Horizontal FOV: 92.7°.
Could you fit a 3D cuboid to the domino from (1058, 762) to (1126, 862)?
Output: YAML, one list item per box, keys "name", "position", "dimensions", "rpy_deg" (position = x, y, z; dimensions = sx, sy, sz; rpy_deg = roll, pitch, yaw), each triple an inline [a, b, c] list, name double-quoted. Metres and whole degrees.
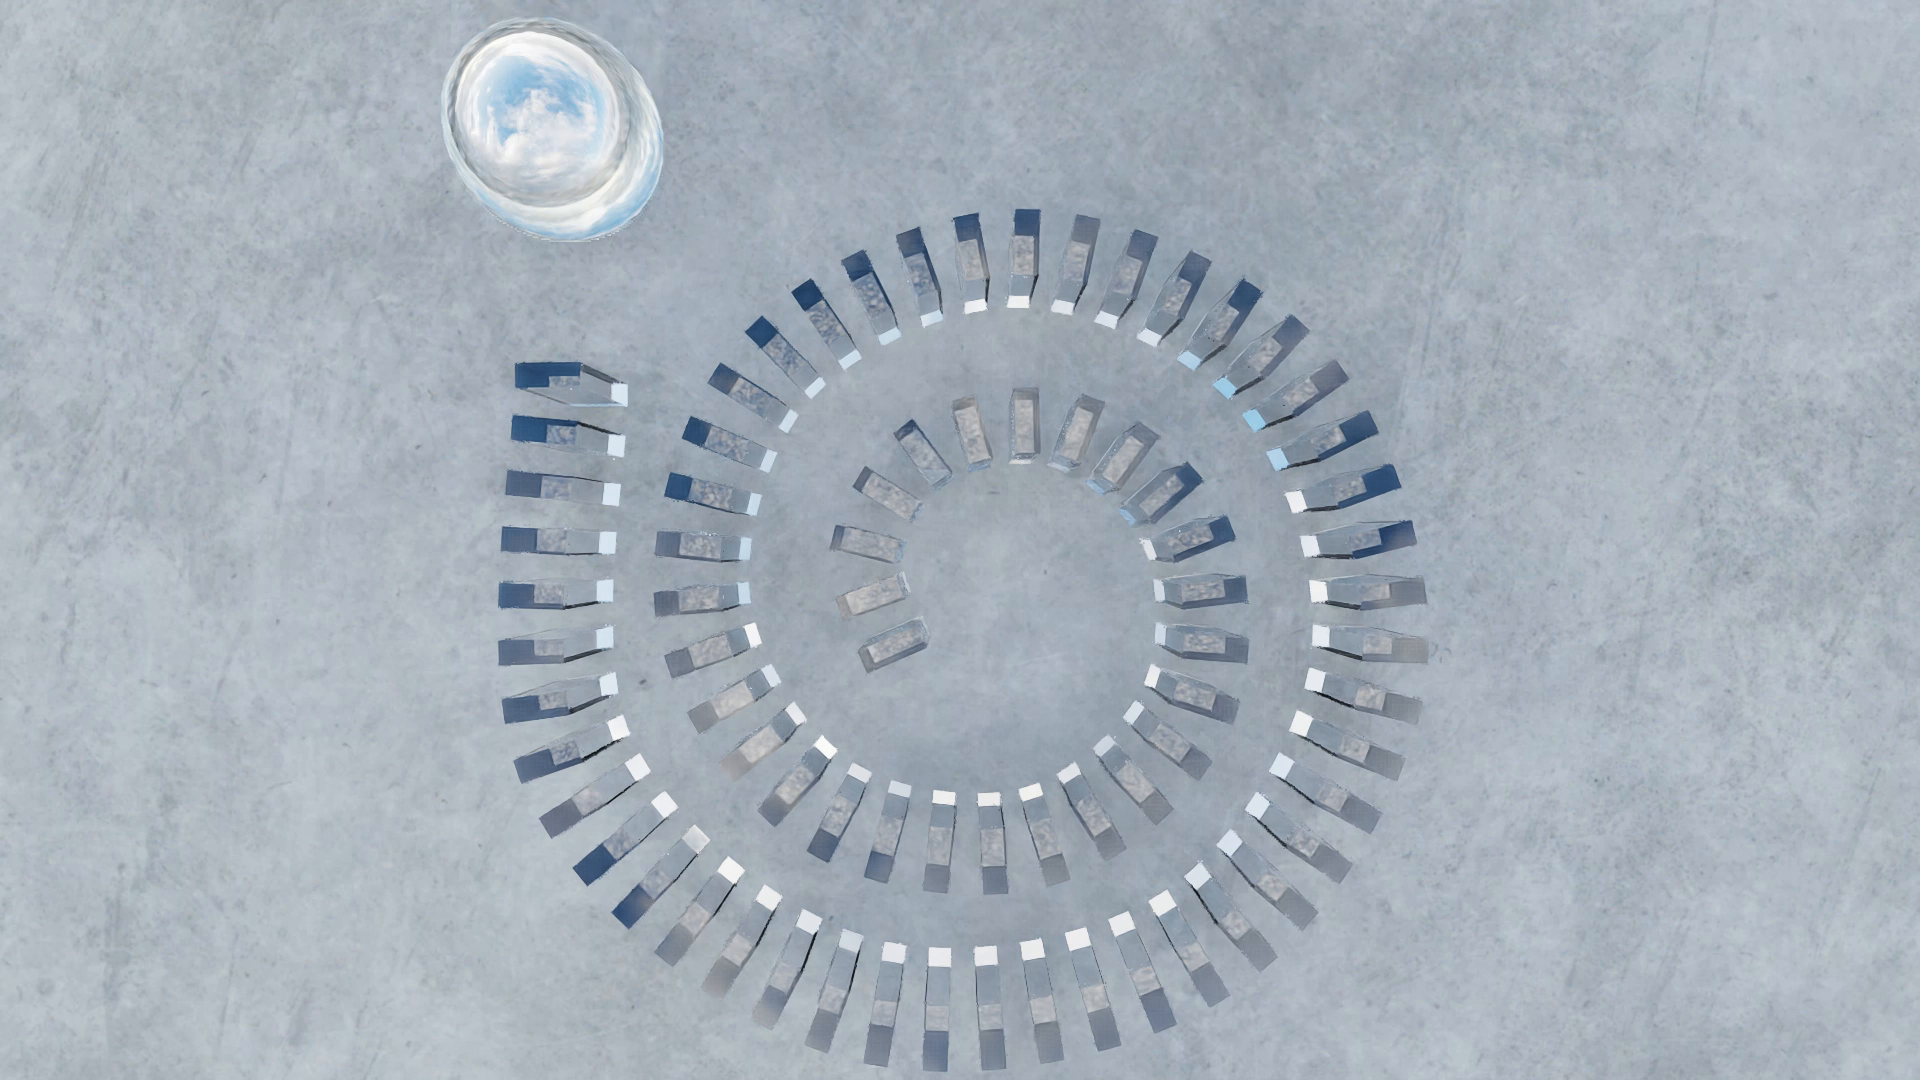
- name: "domino"
  position: [0.053, 0.110, 0.375]
  dimensions: [0.010, 0.050, 0.025]
  rpy_deg: [-33, 90, 0]

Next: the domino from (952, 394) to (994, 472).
- name: "domino"
  position: [0.005, -0.043, 0.375]
  dimensions: [0.009, 0.050, 0.025]
  rpy_deg: [-16, 90, 0]

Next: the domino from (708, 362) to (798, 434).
- name: "domino"
  position: [-0.084, -0.057, 0.375]
  dimensions: [0.025, 0.050, 0.010]
  rpy_deg: [32, 90, 0]

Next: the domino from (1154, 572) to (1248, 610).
- name: "domino"
  position: [0.097, 0.020, 0.375]
  dimensions: [0.025, 0.050, 0.010]
  rpy_deg: [-7, 90, 0]

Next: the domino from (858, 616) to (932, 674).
- name: "domino"
  position: [-0.026, 0.042, 0.375]
  dimensions: [0.025, 0.050, 0.010]
  rpy_deg: [-23, 90, 0]

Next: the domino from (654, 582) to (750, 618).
- name: "domino"
  position: [-0.104, 0.024, 0.375]
  dimensions: [0.025, 0.050, 0.009]
  rpy_deg: [-4, 90, 0]

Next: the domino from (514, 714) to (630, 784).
- name: "domino"
  position: [-0.157, 0.085, 0.375]
  dimensions: [0.025, 0.050, 0.009]
  rpy_deg: [-19, 90, 0]

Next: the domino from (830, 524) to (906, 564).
- name: "domino"
  position: [-0.037, 0.002, 0.375]
  dimensions: [0.025, 0.050, 0.010]
  rpy_deg: [14, 90, 0]

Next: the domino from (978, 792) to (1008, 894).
- name: "domino"
  position: [0.013, 0.123, 0.375]
  dimensions: [0.009, 0.050, 0.025]
  rpy_deg: [-3, 90, 0]

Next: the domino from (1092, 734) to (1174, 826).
- name: "domino"
  position: [0.070, 0.097, 0.375]
  dimensions: [0.009, 0.050, 0.025]
  rpy_deg: [-43, 90, 0]

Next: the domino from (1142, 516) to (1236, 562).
- name: "domino"
  position: [0.092, 0.000, 0.375]
  dimensions: [0.025, 0.050, 0.009]
  rpy_deg: [-22, 90, 0]

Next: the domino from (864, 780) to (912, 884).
- name: "domino"
  position: [-0.029, 0.118, 0.375]
  dimensions: [0.009, 0.050, 0.025]
  rpy_deg: [16, 90, 0]

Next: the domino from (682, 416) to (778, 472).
- name: "domino"
  position: [-0.093, -0.038, 0.375]
  dimensions: [0.025, 0.050, 0.010]
  rpy_deg: [22, 90, 0]

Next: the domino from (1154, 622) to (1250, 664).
- name: "domino"
  position: [0.098, 0.042, 0.375]
  dimensions: [0.025, 0.050, 0.010]
  rpy_deg: [4, 90, 0]

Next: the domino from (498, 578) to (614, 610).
- name: "domino"
  position: [-0.164, 0.022, 0.375]
  dimensions: [0.025, 0.050, 0.010]
  rpy_deg: [2, 90, 0]

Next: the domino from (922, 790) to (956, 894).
- name: "domino"
  position: [-0.008, 0.122, 0.375]
  dimensions: [0.009, 0.050, 0.025]
  rpy_deg: [7, 90, 0]

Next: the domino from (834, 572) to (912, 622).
- name: "domino"
  position: [-0.035, 0.022, 0.375]
  dimensions: [0.025, 0.050, 0.010]
  rpy_deg: [-20, 90, 0]

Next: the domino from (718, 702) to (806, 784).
- name: "domino"
  position: [-0.080, 0.082, 0.375]
  dimensions: [0.025, 0.050, 0.009]
  rpy_deg: [-37, 90, 0]

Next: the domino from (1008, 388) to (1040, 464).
- name: "domino"
  position: [0.026, -0.046, 0.375]
  dimensions: [0.010, 0.050, 0.025]
  rpy_deg: [-2, 90, 0]

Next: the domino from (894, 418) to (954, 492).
- name: "domino"
  position: [-0.014, -0.034, 0.375]
  dimensions: [0.010, 0.050, 0.025]
  rpy_deg: [-37, 90, 0]

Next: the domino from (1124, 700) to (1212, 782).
- name: "domino"
  position: [0.084, 0.081, 0.375]
  dimensions: [0.025, 0.050, 0.009]
  rpy_deg: [36, 90, 0]

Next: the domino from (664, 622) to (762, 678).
- name: "domino"
  position: [-0.100, 0.045, 0.375]
  dimensions: [0.025, 0.050, 0.010]
  rpy_deg: [-19, 90, 0]

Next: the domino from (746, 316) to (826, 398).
- name: "domino"
  position: [-0.070, -0.074, 0.375]
  dimensions: [0.009, 0.050, 0.025]
  rpy_deg: [-44, 90, 0]

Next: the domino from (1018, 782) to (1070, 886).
- name: "domino"
  position: [0.034, 0.119, 0.375]
  dimensions: [0.009, 0.050, 0.025]
  rpy_deg: [-18, 90, 0]

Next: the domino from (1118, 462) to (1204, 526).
- name: "domino"
  position: [0.081, -0.018, 0.375]
  dimensions: [0.025, 0.050, 0.010]
  rpy_deg: [-41, 90, 0]

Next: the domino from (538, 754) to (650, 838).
- name: "domino"
  position: [-0.148, 0.104, 0.375]
  dimensions: [0.025, 0.050, 0.009]
  rpy_deg: [-32, 90, 0]

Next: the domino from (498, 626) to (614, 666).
- name: "domino"
  position: [-0.164, 0.043, 0.375]
  dimensions: [0.025, 0.050, 0.010]
  rpy_deg: [-2, 90, 0]

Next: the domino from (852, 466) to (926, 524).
- name: "domino"
  position: [-0.028, -0.018, 0.375]
  dimensions: [0.025, 0.050, 0.009]
  rpy_deg: [32, 90, 0]

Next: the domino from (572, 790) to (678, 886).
- name: "domino"
  position: [-0.136, 0.121, 0.375]
  dimensions: [0.025, 0.050, 0.009]
  rpy_deg: [-39, 90, 0]

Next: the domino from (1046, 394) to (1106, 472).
- name: "domino"
  position: [0.047, -0.043, 0.375]
  dimensions: [0.010, 0.050, 0.025]
  rpy_deg: [21, 90, 0]

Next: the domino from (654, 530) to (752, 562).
- name: "domino"
  position: [-0.104, 0.003, 0.375]
  dimensions: [0.025, 0.050, 0.010]
  rpy_deg: [7, 90, 0]

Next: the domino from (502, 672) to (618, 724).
- name: "domino"
  position: [-0.162, 0.064, 0.375]
  dimensions: [0.025, 0.050, 0.009]
  rpy_deg: [-8, 90, 0]

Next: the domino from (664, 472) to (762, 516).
- name: "domino"
  position: [-0.100, -0.018, 0.375]
  dimensions: [0.025, 0.050, 0.010]
  rpy_deg: [15, 90, 0]

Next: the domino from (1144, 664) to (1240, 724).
- name: "domino"
  position: [0.094, 0.062, 0.375]
  dimensions: [0.025, 0.050, 0.010]
  rpy_deg: [18, 90, 0]

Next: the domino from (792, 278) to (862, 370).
- name: "domino"
  position: [-0.054, -0.087, 0.375]
  dimensions: [0.009, 0.050, 0.025]
  rpy_deg: [-34, 90, 0]

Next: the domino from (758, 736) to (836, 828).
- name: "domino"
  position: [-0.066, 0.098, 0.375]
  dimensions: [0.009, 0.050, 0.025]
  rpy_deg: [44, 90, 0]

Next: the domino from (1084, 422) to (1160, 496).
- name: "domino"
  position: [0.065, -0.032, 0.375]
  dimensions: [0.010, 0.050, 0.025]
  rpy_deg: [36, 90, 0]

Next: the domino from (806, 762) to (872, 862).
- name: "domino"
  position: [-0.049, 0.110, 0.375]
  dimensions: [0.009, 0.050, 0.025]
  rpy_deg: [28, 90, 0]

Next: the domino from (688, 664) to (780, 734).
- name: "domino"
  position: [-0.091, 0.064, 0.375]
  dimensions: [0.025, 0.050, 0.009]
  rpy_deg: [-29, 90, 0]
